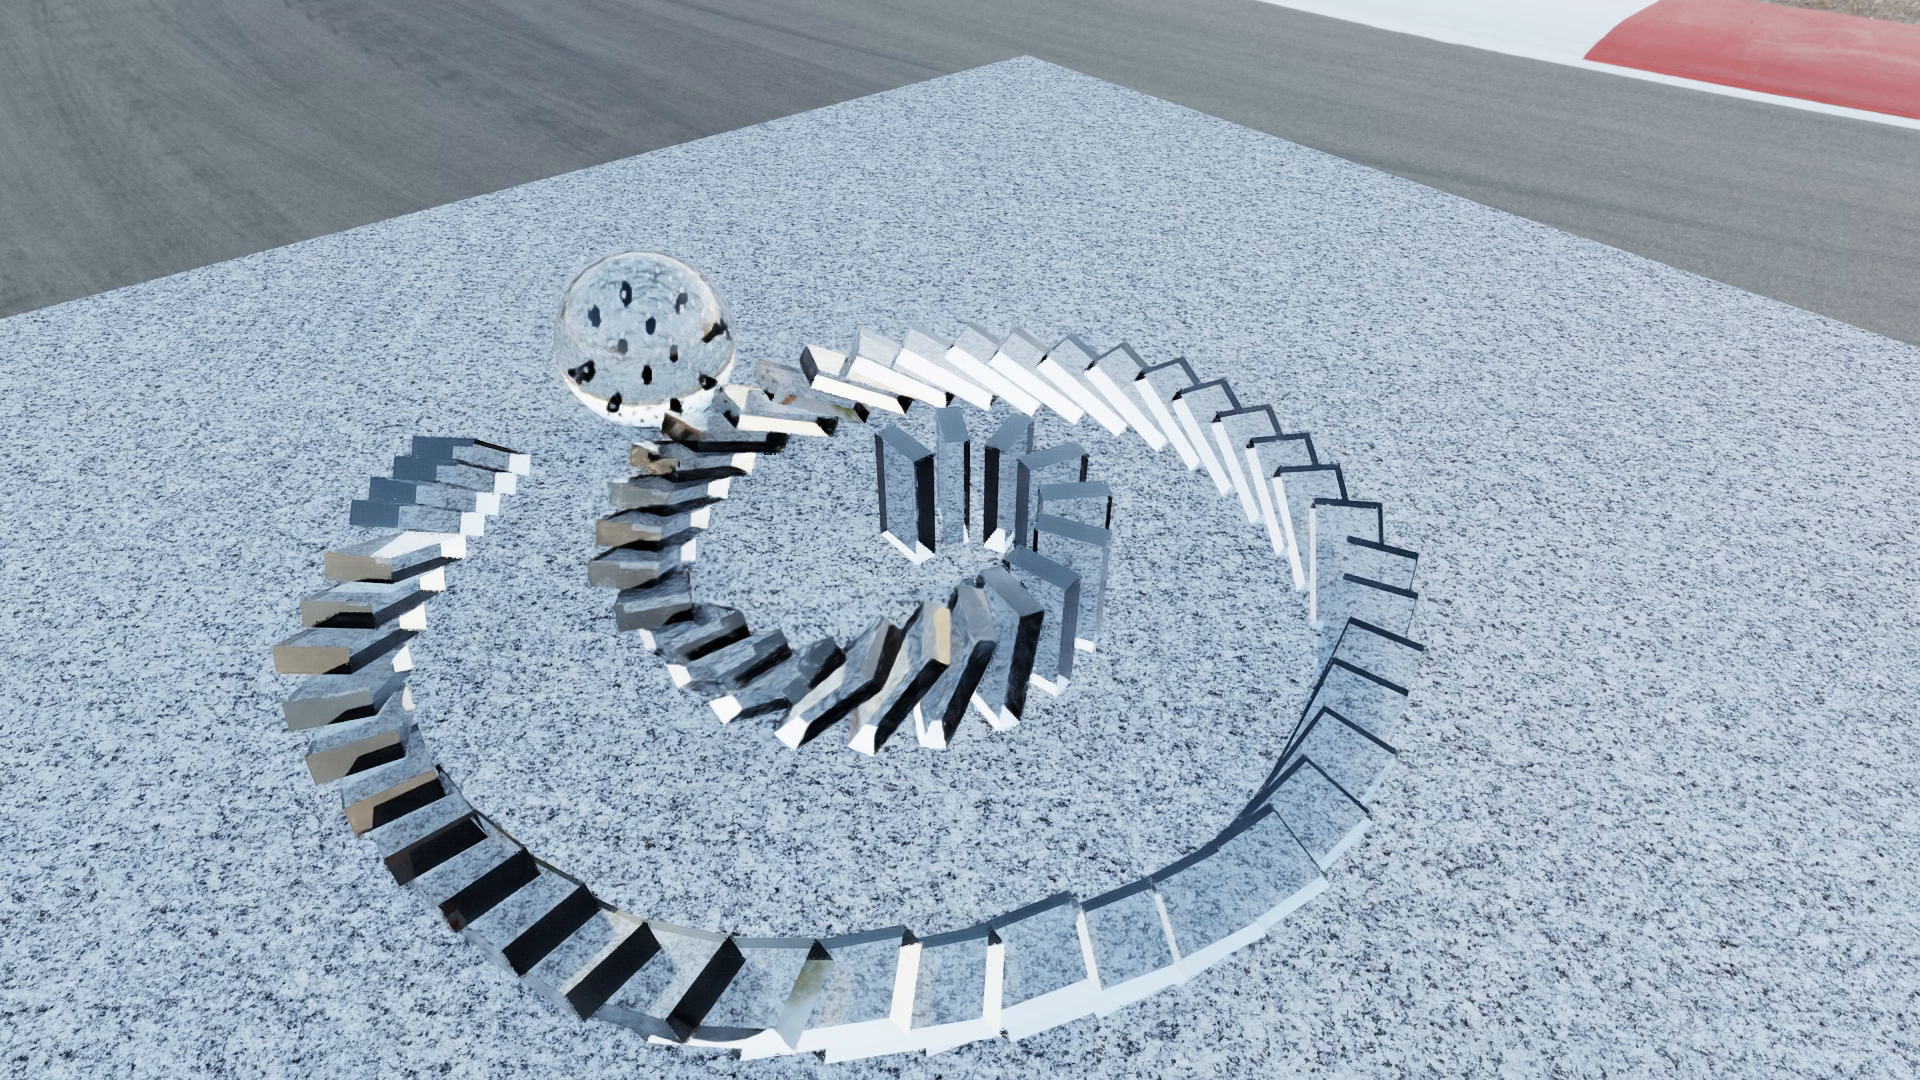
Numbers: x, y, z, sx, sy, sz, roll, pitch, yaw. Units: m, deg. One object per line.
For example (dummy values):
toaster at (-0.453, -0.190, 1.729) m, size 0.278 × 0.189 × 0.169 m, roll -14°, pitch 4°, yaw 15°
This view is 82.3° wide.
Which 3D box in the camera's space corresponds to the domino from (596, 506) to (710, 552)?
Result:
domino at (-0.120, -0.006, 0.433) m, size 0.025 × 0.010 × 0.050 m, roll 6°, pitch 12°, yaw 8°

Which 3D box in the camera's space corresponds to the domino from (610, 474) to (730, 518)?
domino at (-0.118, -0.020, 0.451) m, size 0.025 × 0.010 × 0.050 m, roll 12°, pitch 13°, yaw 14°

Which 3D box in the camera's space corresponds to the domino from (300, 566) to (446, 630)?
domino at (-0.213, 0.020, 0.402) m, size 0.025 × 0.010 × 0.050 m, roll 1°, pitch 13°, yaw 2°

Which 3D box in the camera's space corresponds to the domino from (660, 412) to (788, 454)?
domino at (-0.103, -0.047, 0.484) m, size 0.025 × 0.010 × 0.050 m, roll 28°, pitch 20°, yaw 32°

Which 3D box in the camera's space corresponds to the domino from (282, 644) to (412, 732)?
domino at (-0.203, 0.048, 0.367) m, size 0.025 × 0.009 × 0.050 m, roll -10°, pitch 13°, yaw -12°

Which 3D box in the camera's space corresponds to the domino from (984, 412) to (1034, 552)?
domino at (0.019, -0.022, 0.439) m, size 0.010 × 0.050 × 0.025 m, roll 18°, pitch 42°, yaw 20°

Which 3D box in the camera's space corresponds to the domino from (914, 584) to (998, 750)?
domino at (-0.003, 0.042, 0.360) m, size 0.009 × 0.050 × 0.025 m, roll 9°, pitch 36°, yaw -19°

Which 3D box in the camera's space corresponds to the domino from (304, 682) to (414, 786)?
domino at (-0.191, 0.061, 0.352) m, size 0.025 × 0.010 × 0.050 m, roll -17°, pitch 16°, yaw -20°

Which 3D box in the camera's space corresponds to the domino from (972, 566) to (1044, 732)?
domino at (0.013, 0.036, 0.366) m, size 0.009 × 0.050 × 0.025 m, roll -14°, pitch 41°, yaw -30°

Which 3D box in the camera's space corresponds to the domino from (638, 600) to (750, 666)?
domino at (-0.094, 0.032, 0.384) m, size 0.025 × 0.010 × 0.050 m, roll -24°, pitch 12°, yaw -26°

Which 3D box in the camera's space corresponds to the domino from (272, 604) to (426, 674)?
domino at (-0.212, 0.034, 0.385) m, size 0.025 × 0.009 × 0.050 m, roll 1°, pitch 13°, yaw 1°

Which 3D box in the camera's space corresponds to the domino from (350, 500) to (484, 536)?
domino at (-0.210, -0.008, 0.429) m, size 0.025 × 0.010 × 0.050 m, roll 4°, pitch -3°, yaw 4°

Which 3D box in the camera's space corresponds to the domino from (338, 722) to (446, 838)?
domino at (-0.176, 0.073, 0.338) m, size 0.025 × 0.009 × 0.050 m, roll -24°, pitch 19°, yaw -26°

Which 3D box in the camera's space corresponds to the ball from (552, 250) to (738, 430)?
ball at (-0.142, -0.090, 0.497) m, size 0.080 × 0.080 × 0.080 m, roll 0°, pitch 39°, yaw 0°

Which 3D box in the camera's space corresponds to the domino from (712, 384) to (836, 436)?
domino at (-0.084, -0.059, 0.499) m, size 0.050 × 0.010 × 0.025 m, roll 1°, pitch 31°, yaw -42°

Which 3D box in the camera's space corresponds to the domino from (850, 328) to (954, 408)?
domino at (-0.027, -0.082, 0.526) m, size 0.050 × 0.010 × 0.025 m, roll 21°, pitch 35°, yaw -18°

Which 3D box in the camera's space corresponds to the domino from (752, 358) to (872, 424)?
domino at (-0.068, -0.069, 0.509) m, size 0.050 × 0.009 × 0.025 m, roll 9°, pitch 28°, yaw -38°

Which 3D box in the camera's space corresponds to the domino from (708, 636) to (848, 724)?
domino at (-0.061, 0.047, 0.362) m, size 0.025 × 0.010 × 0.050 m, roll -40°, pitch 11°, yaw -38°

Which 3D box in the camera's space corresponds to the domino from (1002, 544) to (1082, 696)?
domino at (0.027, 0.028, 0.377) m, size 0.025 × 0.050 × 0.010 m, roll 27°, pitch 46°, yaw 29°

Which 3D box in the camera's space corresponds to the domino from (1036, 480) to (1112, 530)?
domino at (0.041, 0.002, 0.410) m, size 0.025 × 0.050 × 0.010 m, roll -5°, pitch 40°, yaw -6°

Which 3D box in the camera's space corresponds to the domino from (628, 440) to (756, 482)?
domino at (-0.113, -0.035, 0.469) m, size 0.025 × 0.009 × 0.050 m, roll 21°, pitch 17°, yaw 24°

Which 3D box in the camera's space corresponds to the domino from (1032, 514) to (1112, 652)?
domino at (0.039, 0.016, 0.392) m, size 0.025 × 0.050 × 0.010 m, roll 15°, pitch 42°, yaw 18°

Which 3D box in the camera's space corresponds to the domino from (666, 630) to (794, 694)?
domino at (-0.079, 0.041, 0.372) m, size 0.025 × 0.010 × 0.050 m, roll -29°, pitch 11°, yaw -31°

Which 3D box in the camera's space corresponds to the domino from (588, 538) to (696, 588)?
domino at (-0.119, 0.008, 0.415) m, size 0.025 × 0.010 × 0.050 m, roll 1°, pitch 10°, yaw 1°

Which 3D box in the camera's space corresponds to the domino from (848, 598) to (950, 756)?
domino at (-0.020, 0.045, 0.358) m, size 0.009 × 0.050 × 0.025 m, roll 25°, pitch 35°, yaw -19°

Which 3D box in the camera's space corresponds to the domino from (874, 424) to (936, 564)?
domino at (-0.021, -0.018, 0.433) m, size 0.009 × 0.050 × 0.025 m, roll -27°, pitch 46°, yaw -29°

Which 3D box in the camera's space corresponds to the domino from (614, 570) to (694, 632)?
domino at (-0.110, 0.021, 0.398) m, size 0.025 × 0.010 × 0.050 m, roll -10°, pitch 10°, yaw -12°

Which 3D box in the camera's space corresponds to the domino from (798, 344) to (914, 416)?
domino at (-0.049, -0.076, 0.518) m, size 0.050 × 0.010 × 0.025 m, roll 13°, pitch 31°, yaw -32°

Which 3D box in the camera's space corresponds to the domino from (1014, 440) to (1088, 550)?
domino at (0.035, -0.012, 0.426) m, size 0.025 × 0.050 × 0.010 m, roll -17°, pitch 42°, yaw -20°

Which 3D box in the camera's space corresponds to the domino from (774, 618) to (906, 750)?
domino at (-0.039, 0.047, 0.358) m, size 0.010 × 0.050 × 0.025 m, roll 40°, pitch 39°, yaw -15°

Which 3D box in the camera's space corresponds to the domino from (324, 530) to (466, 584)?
domino at (-0.213, 0.006, 0.418) m, size 0.025 × 0.010 × 0.050 m, roll 4°, pitch 10°, yaw 5°

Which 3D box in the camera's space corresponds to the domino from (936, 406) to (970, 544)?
domino at (-0.003, -0.026, 0.443) m, size 0.009 × 0.050 × 0.025 m, roll -6°, pitch 40°, yaw -7°
